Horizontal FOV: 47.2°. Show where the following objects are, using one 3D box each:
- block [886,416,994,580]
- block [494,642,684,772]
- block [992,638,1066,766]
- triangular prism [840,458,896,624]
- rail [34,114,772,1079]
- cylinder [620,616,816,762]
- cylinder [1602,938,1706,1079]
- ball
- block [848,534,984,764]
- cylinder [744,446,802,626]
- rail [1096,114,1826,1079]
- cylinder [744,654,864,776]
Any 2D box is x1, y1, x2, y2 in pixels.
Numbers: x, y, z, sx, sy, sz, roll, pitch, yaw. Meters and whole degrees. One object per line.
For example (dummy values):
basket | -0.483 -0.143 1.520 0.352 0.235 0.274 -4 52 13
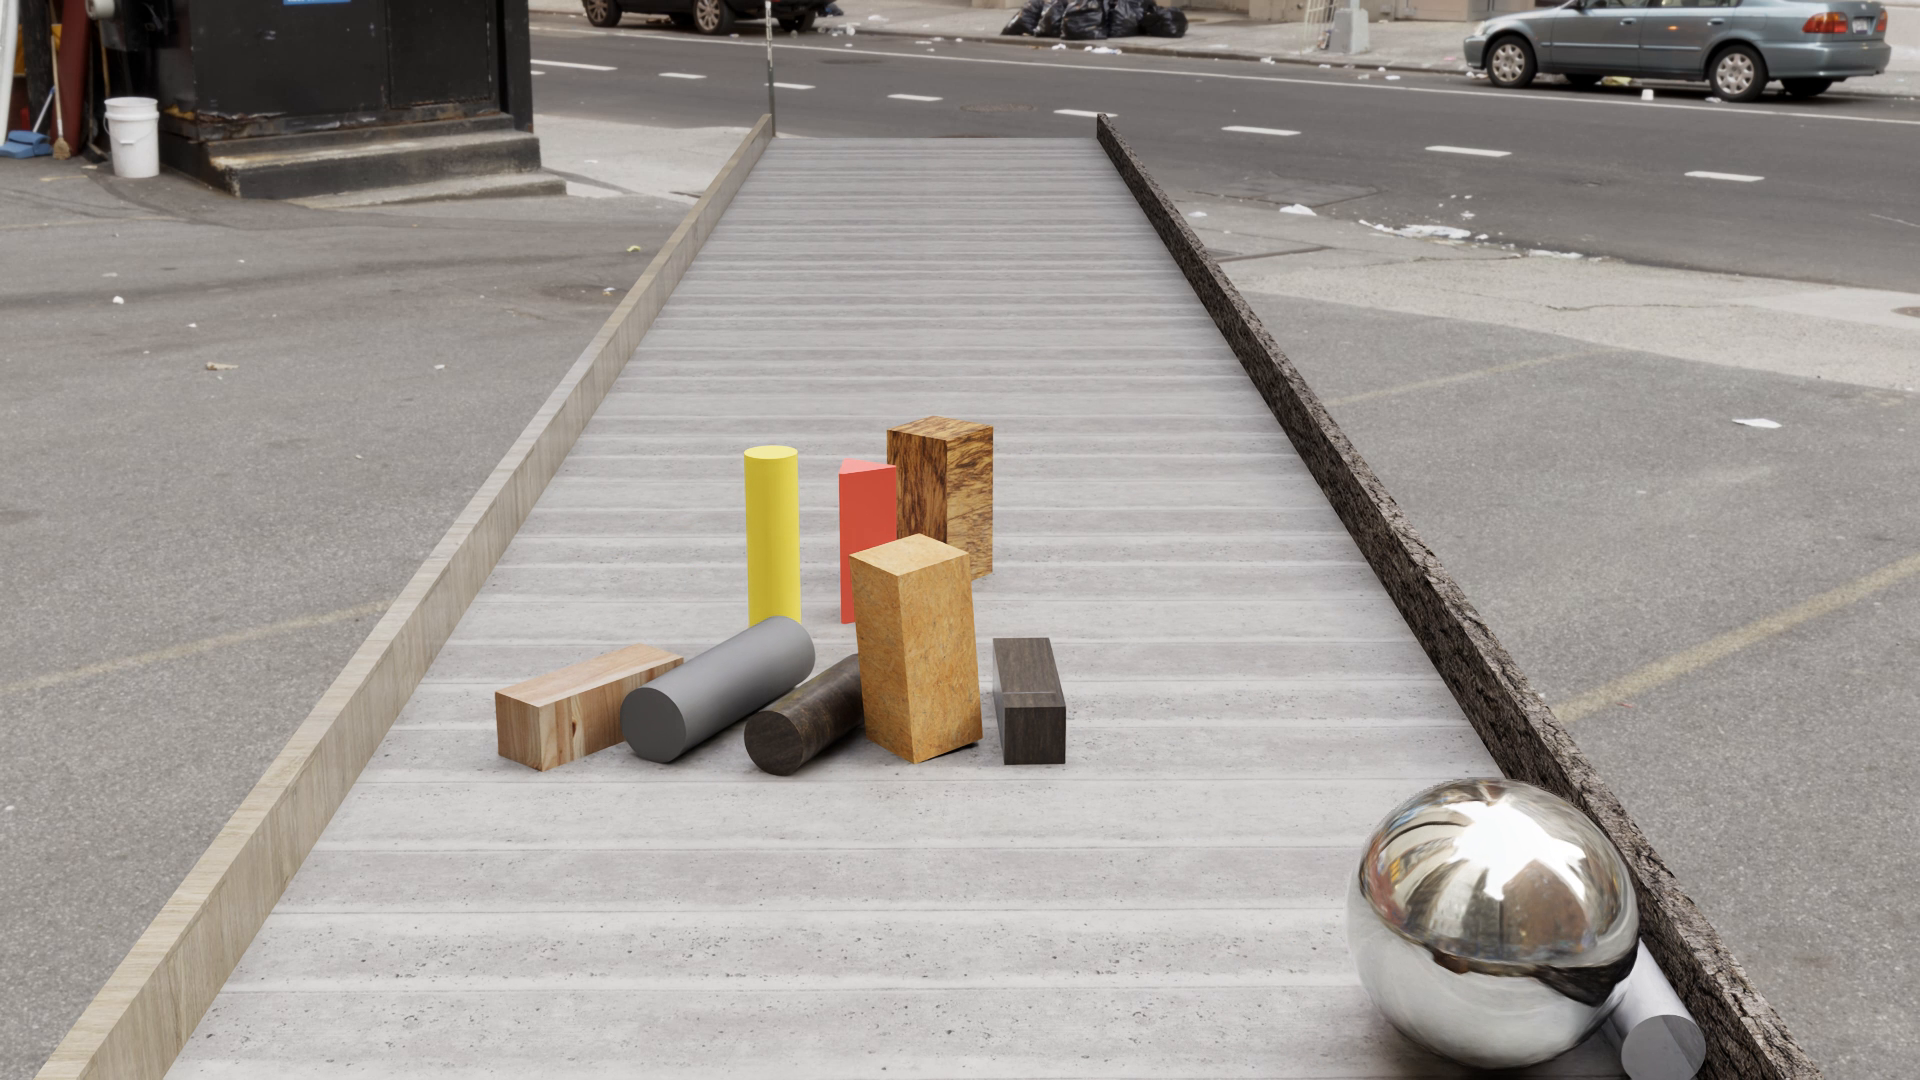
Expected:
block | -0.044 -0.085 4.915 0.168 0.341 0.168 12 20 35
block | -0.669 0.301 4.003 0.122 0.122 0.342 14 21 38
block | 0.125 0.292 4.054 0.108 0.108 0.373 -1 17 -2
triangular prism | -0.216 -0.003 4.663 0.129 0.327 0.112 -9 19 -27
rail | -1.118 -0.838 7.780 0.050 0.150 12.000 0 17 -1
cylinder | -0.442 0.270 4.071 0.141 0.141 0.446 8 18 26
cylinder | 0.904 0.609 2.990 0.109 0.109 0.346 0 17 0
ball | 0.695 0.501 2.882 0.375 0.375 0.375 0 17 0
block | -0.077 0.192 3.932 0.153 0.357 0.153 -17 23 -32
cylinder | -0.372 0.029 4.391 0.105 0.421 0.105 0 17 0
rail | 0.932 -0.844 7.801 0.050 0.150 12.000 0 17 -1
cylinder | -0.252 0.311 3.970 0.120 0.120 0.331 8 18 25
